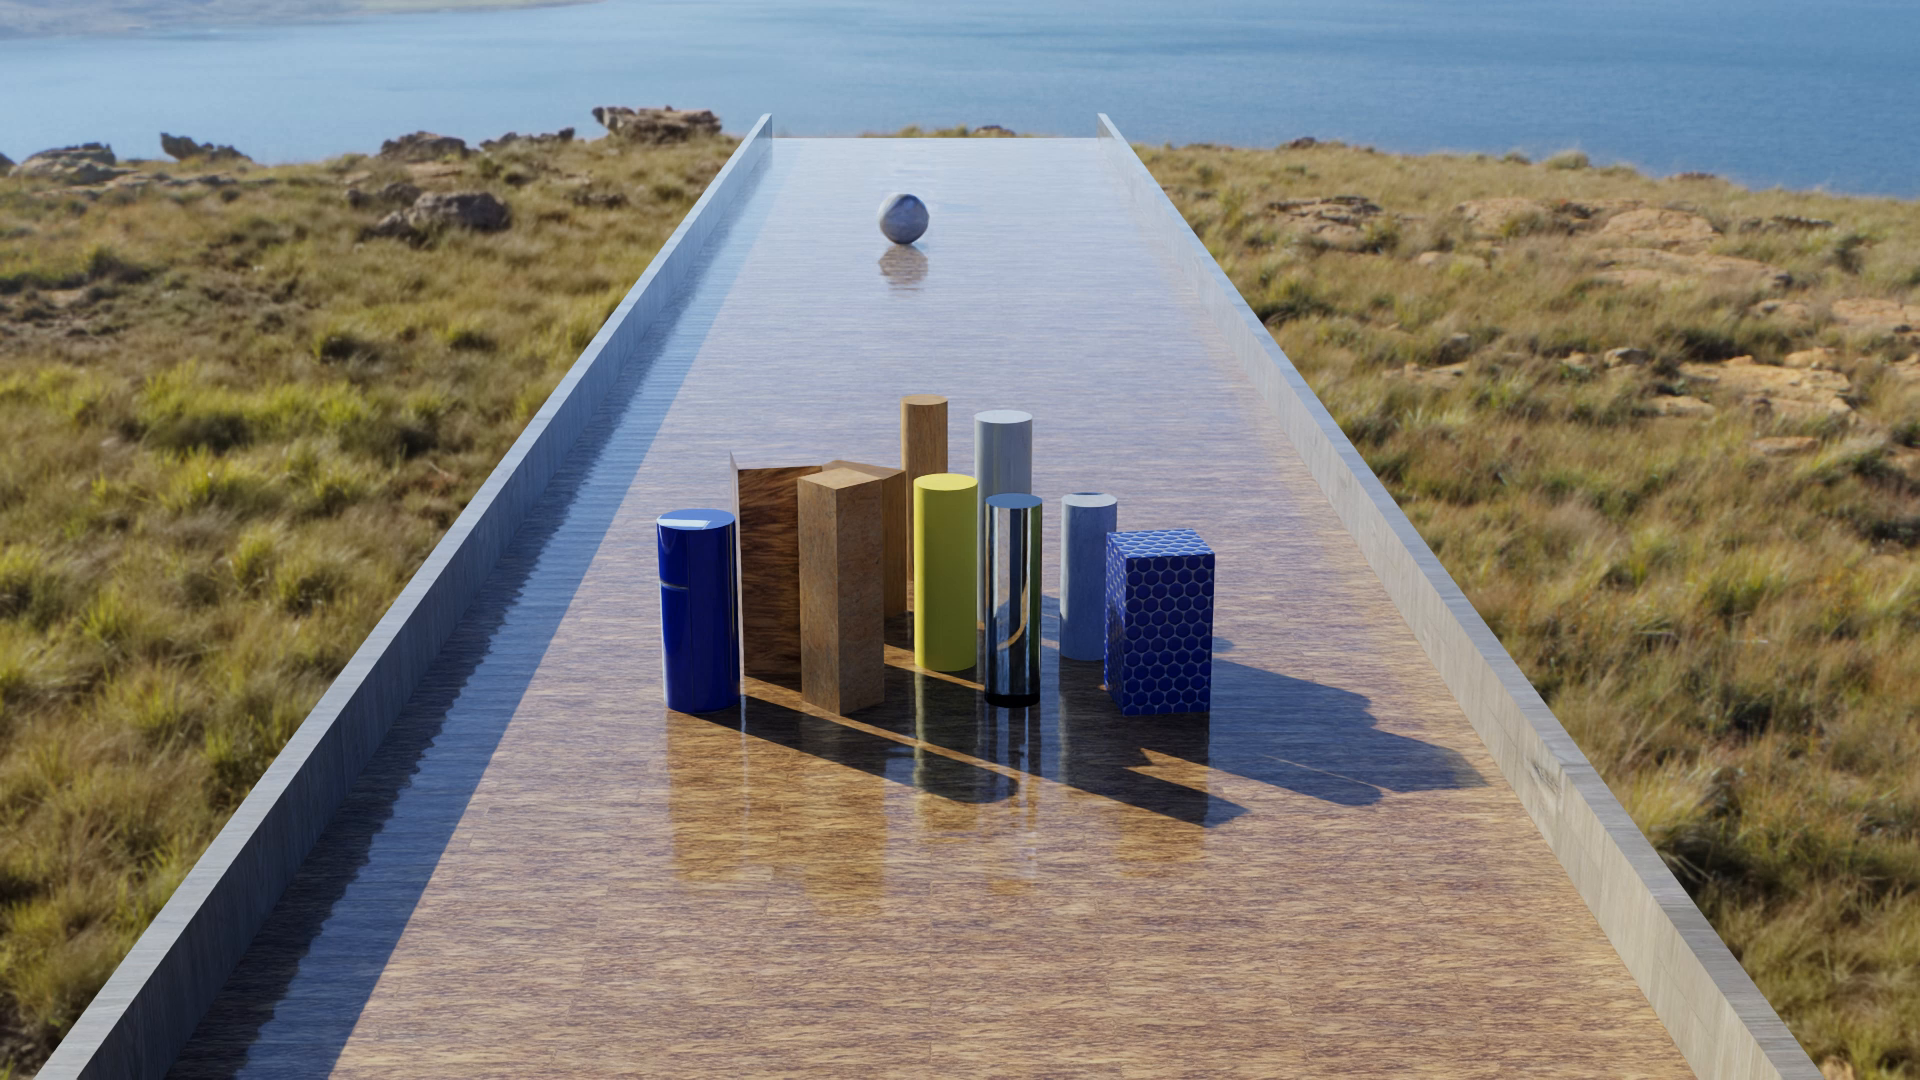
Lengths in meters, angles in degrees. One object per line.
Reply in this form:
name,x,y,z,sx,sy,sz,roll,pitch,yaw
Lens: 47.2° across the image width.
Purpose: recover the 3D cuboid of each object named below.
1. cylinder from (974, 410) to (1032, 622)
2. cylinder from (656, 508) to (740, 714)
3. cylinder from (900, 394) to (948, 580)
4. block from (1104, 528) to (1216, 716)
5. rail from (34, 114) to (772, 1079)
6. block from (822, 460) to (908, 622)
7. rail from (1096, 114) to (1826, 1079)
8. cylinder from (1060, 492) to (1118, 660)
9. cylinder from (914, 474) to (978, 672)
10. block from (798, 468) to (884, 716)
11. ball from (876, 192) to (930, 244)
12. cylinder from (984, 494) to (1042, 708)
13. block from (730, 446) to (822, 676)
cylinder,0.090,-0.047,4.621,0.121,0.436,0.121,0,17,0
cylinder,-0.492,0.133,4.149,0.146,0.359,0.146,0,17,0
cylinder,-0.079,-0.116,4.905,0.104,0.405,0.104,0,17,0
block,0.375,0.154,4.167,0.168,0.309,0.168,-3,17,-8
rail,-1.118,-0.838,7.780,0.050,0.150,12.000,0,17,-1
block,-0.235,0.010,4.649,0.176,0.310,0.176,10,19,30
rail,0.932,-0.844,7.801,0.050,0.150,12.000,0,17,-1
cylinder,0.257,0.073,4.420,0.111,0.320,0.111,0,17,0
cylinder,-0.028,0.064,4.359,0.125,0.372,0.125,0,17,0
block,-0.223,0.096,4.132,0.112,0.440,0.112,-15,22,-41
ball,-0.246,-1.392,9.509,0.227,0.227,0.227,0,17,0
cylinder,0.100,0.115,4.153,0.108,0.392,0.108,0,17,0
block,-0.361,0.039,4.361,0.163,0.419,0.163,-3,17,-11
